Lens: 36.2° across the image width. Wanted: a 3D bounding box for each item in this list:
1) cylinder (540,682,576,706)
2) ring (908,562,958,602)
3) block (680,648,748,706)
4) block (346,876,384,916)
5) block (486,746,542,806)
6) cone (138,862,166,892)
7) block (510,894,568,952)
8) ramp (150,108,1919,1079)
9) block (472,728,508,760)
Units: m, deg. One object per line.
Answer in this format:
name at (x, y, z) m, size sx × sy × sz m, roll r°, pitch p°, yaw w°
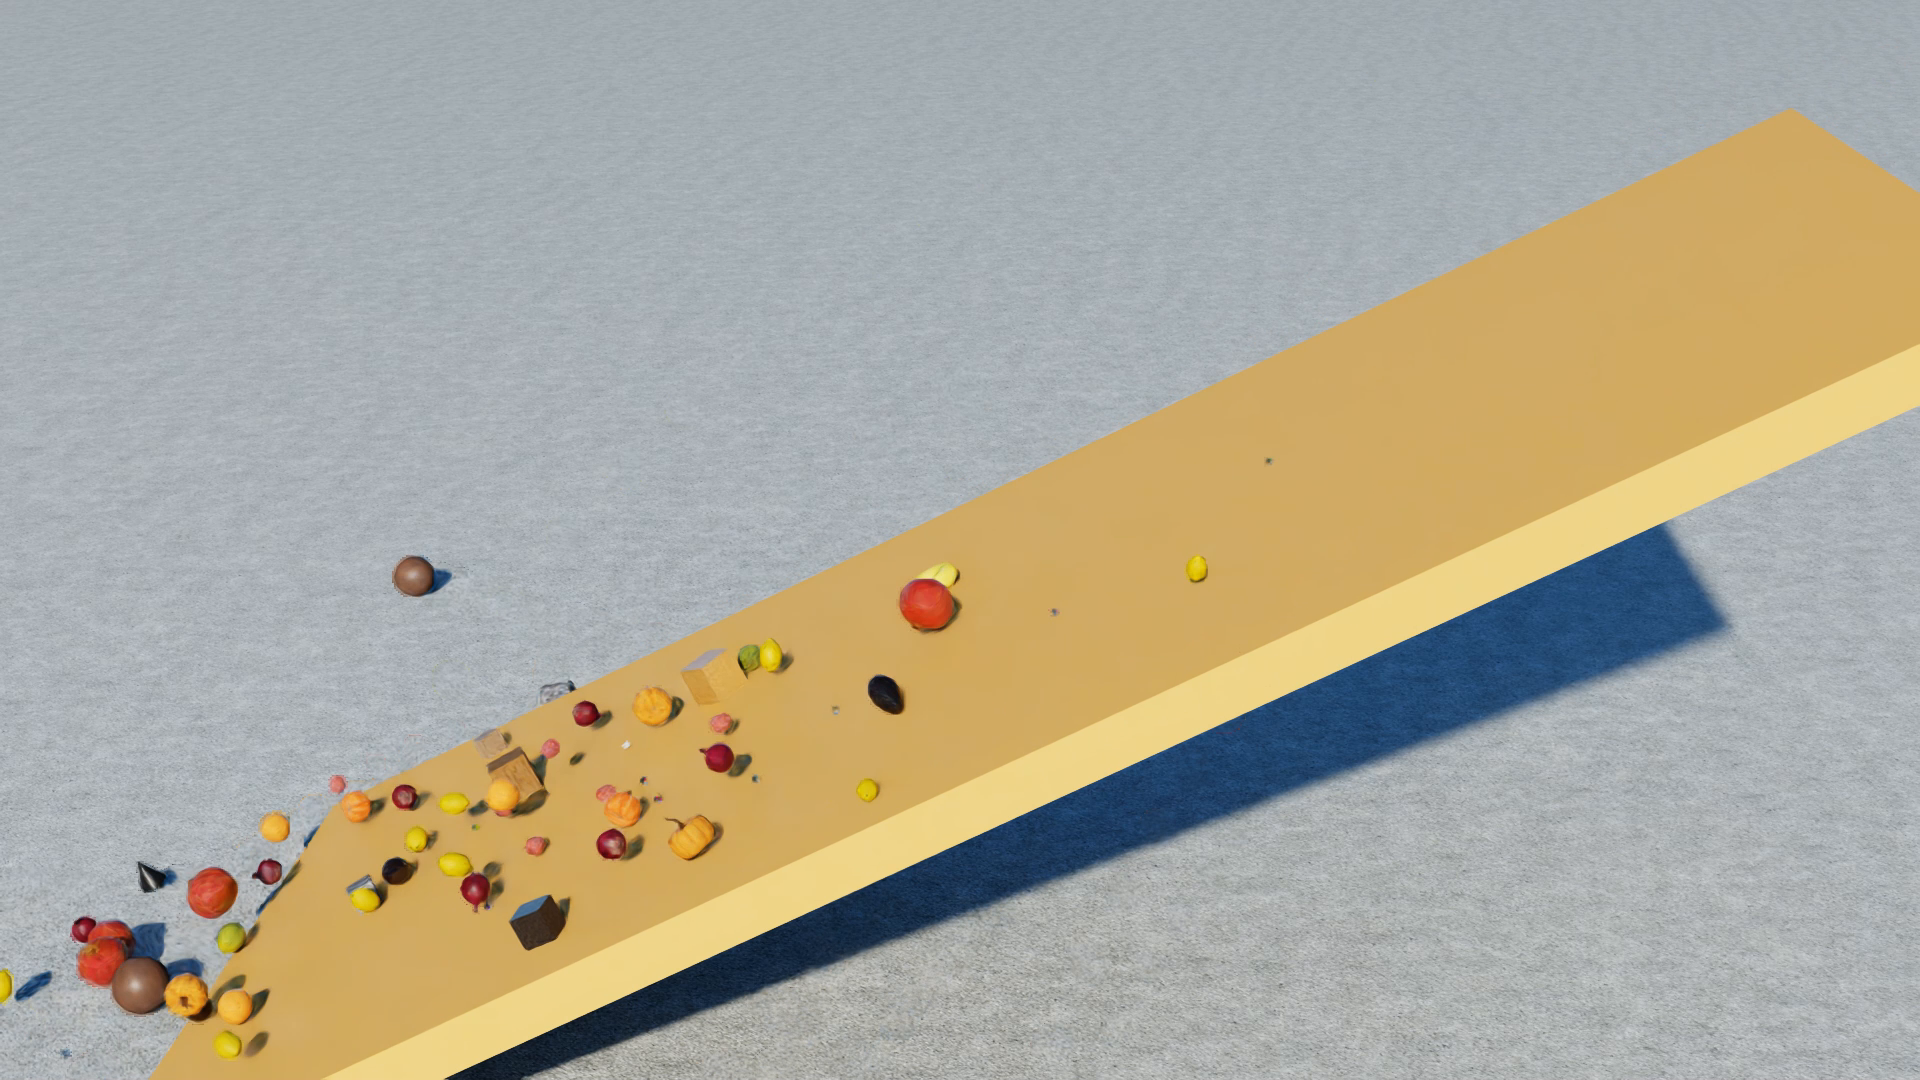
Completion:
cylinder at (-1.149, 0.454, 8.428) m, size 0.087 × 0.087 × 0.087 m, roll -10°, pitch 16°, yaw 7°
ring at (-0.063, 0.096, 6.629) m, size 0.127 × 0.042 × 0.127 m, roll -30°, pitch 14°, yaw 8°
block at (-0.561, 0.311, 6.703) m, size 0.092 × 0.092 × 0.092 m, roll -38°, pitch 17°, yaw -35°
block at (-1.318, 0.786, 6.507) m, size 0.058 × 0.058 × 0.058 m, roll -31°, pitch 14°, yaw -11°
block at (-1.025, 0.542, 6.763) m, size 0.090 × 0.090 × 0.090 m, roll -30°, pitch 14°, yaw -7°
cone at (-2.010, 0.820, 7.262) m, size 0.071 × 0.071 × 0.071 m, roll -23°, pitch 25°, yaw 11°
block at (-0.815, 0.739, 5.683) m, size 0.069 × 0.069 × 0.069 m, roll -23°, pitch 14°, yaw 19°
ramp at (0.139, 0.168, 6.281) m, size 4.000 × 0.100 × 2.000 m, roll -25°, pitch 14°, yaw 10°
block at (-1.157, 0.502, 7.242) m, size 0.054 × 0.054 × 0.054 m, roll -37°, pitch 16°, yaw -34°
